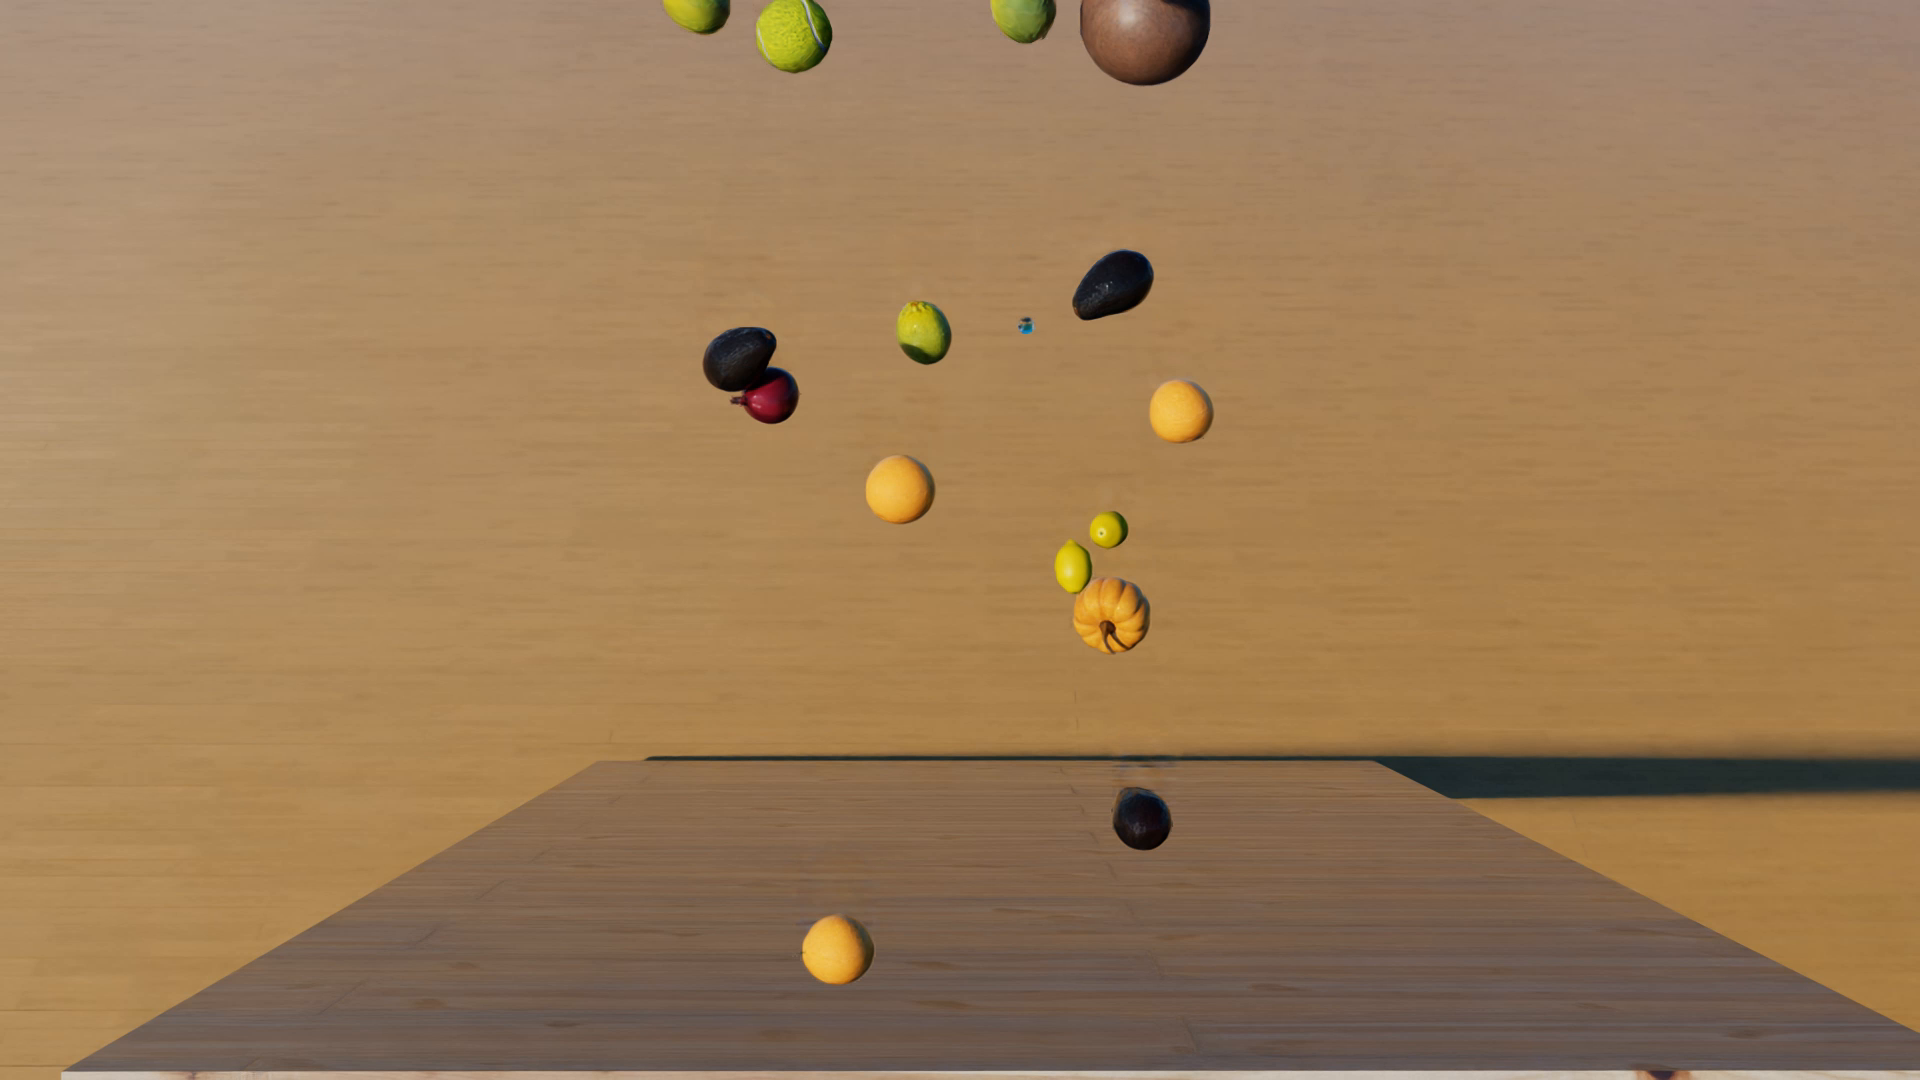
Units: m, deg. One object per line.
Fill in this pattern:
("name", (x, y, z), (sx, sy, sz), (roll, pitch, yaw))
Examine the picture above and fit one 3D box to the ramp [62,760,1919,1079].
("ramp", (0.069, 0.610, 4.679), (2.000, 0.100, 4.000), (0, 0, 0))
